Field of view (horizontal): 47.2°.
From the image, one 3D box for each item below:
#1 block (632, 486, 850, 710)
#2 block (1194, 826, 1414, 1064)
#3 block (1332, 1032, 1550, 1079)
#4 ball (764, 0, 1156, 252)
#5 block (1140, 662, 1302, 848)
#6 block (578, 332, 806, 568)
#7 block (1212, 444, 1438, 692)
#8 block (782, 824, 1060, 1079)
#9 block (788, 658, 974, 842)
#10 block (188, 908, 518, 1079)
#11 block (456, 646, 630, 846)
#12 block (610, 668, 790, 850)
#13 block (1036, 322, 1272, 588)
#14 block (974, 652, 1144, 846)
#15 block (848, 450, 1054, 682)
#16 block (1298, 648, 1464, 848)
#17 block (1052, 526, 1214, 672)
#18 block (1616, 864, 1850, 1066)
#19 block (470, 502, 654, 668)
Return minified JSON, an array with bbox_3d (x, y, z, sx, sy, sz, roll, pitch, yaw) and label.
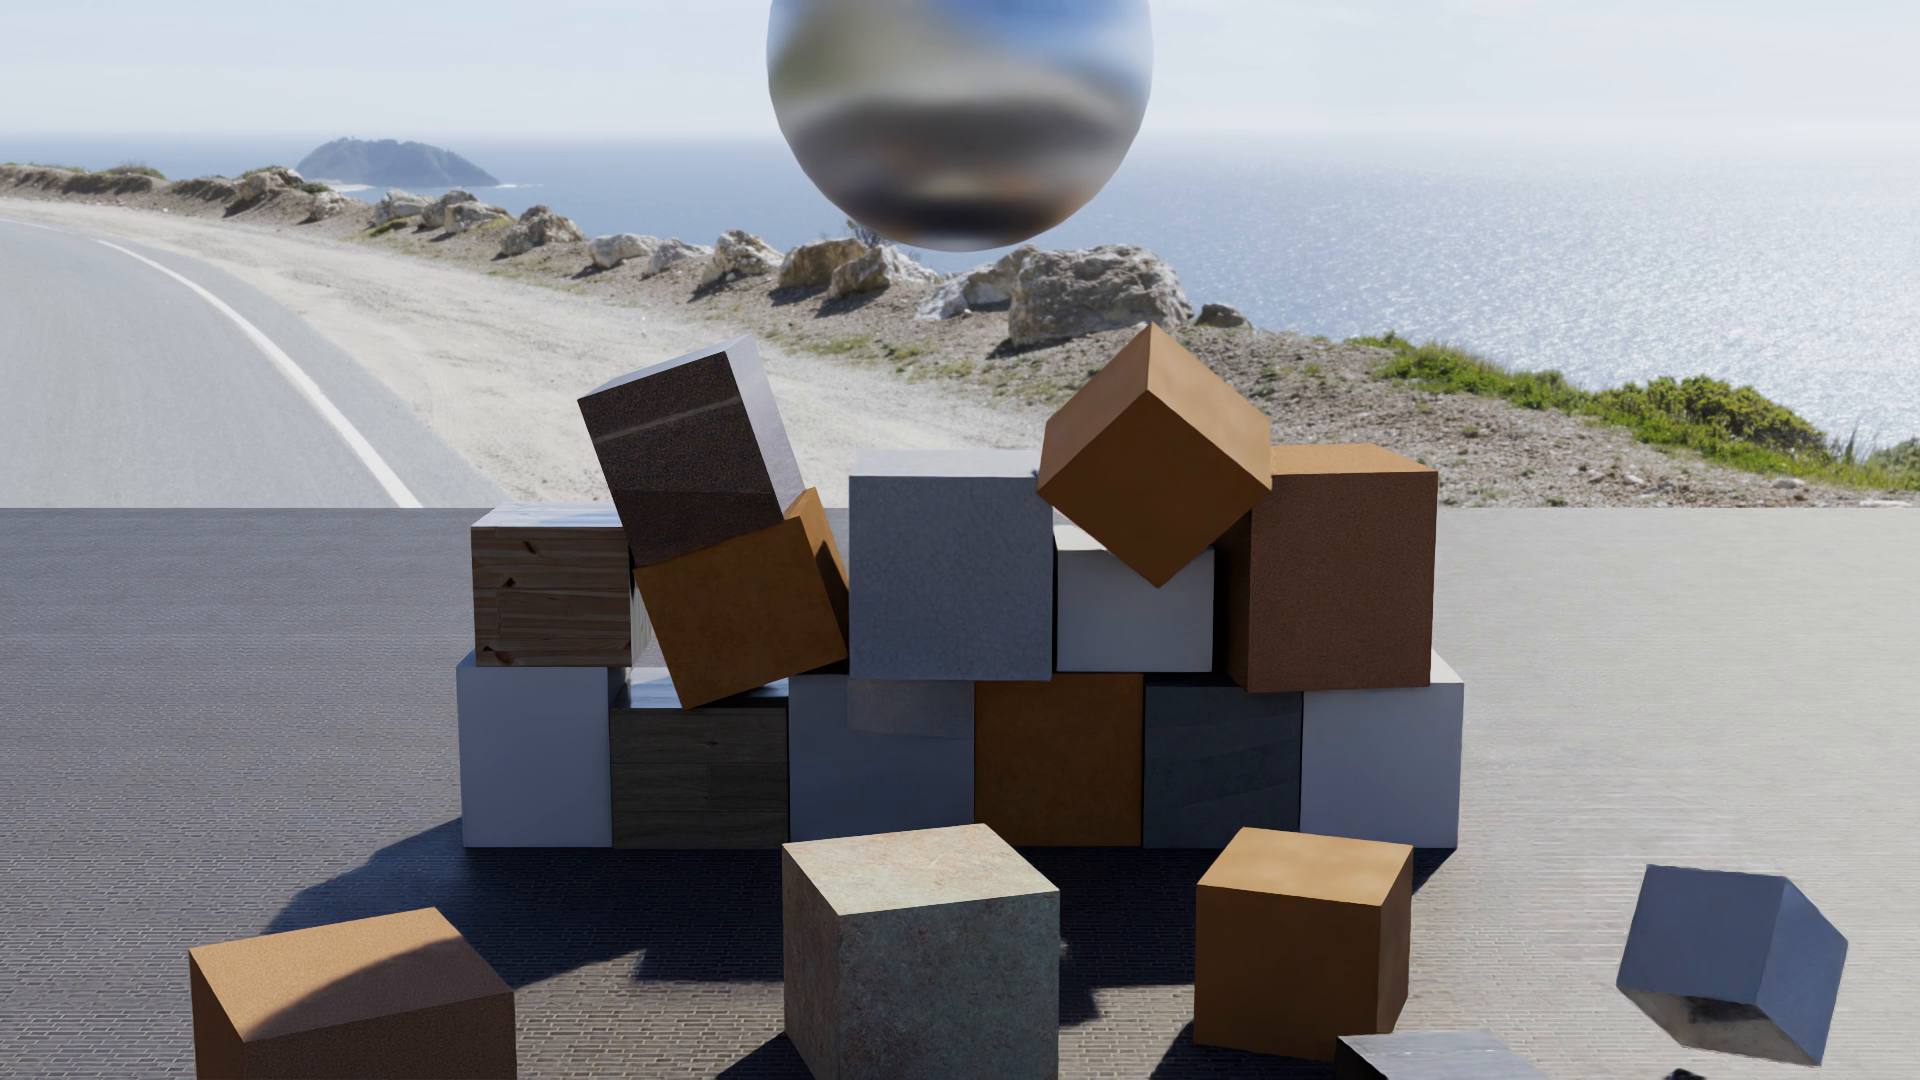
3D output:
[{"bbox_3d":[-1.063,0.280,11.202,0.868,0.744,0.904,-18,10,4],"label":"block"},{"bbox_3d":[1.390,1.617,8.841,0.716,0.655,0.774,4,11,20],"label":"block"},{"bbox_3d":[1.562,1.968,6.987,0.550,0.579,0.652,2,9,-18],"label":"block"},{"bbox_3d":[0.000,-1.991,9.055,1.600,1.600,1.600,0,10,0],"label":"ball"},{"bbox_3d":[1.308,1.065,11.375,0.775,0.835,0.821,0,10,0],"label":"block"},{"bbox_3d":[-1.321,-0.464,11.012,0.764,0.871,0.841,-18,10,7],"label":"block"},{"bbox_3d":[1.786,0.116,11.152,0.924,1.071,1.007,-1,10,-8],"label":"block"},{"bbox_3d":[-0.166,1.626,8.450,0.844,0.777,0.853,-3,11,-18],"label":"block"},{"bbox_3d":[-0.389,1.033,11.369,0.918,0.898,0.842,0,10,0],"label":"block"},{"bbox_3d":[-2.066,1.816,7.479,0.862,0.751,0.924,-6,12,-29],"label":"block"},{"bbox_3d":[-2.124,1.021,11.352,0.751,0.930,0.748,0,10,0],"label":"block"},{"bbox_3d":[-1.300,1.116,11.387,0.877,0.730,0.856,0,10,0],"label":"block"},{"bbox_3d":[0.936,-0.407,10.546,0.784,0.768,0.672,38,30,-17],"label":"block"},{"bbox_3d":[0.493,1.034,11.383,0.835,0.892,0.782,0,10,0],"label":"block"},{"bbox_3d":[-0.032,0.107,11.130,0.988,1.007,0.934,1,10,2],"label":"block"},{"bbox_3d":[2.103,1.058,11.354,0.794,0.855,0.771,0,10,0],"label":"block"},{"bbox_3d":[0.869,0.290,11.257,0.773,0.617,0.715,0,10,0],"label":"block"},{"bbox_3d":[2.885,1.583,8.208,0.549,0.497,0.575,-2,-33,46],"label":"block"},{"bbox_3d":[-2.008,0.215,11.206,0.775,0.707,0.739,0,10,1],"label":"block"}]
